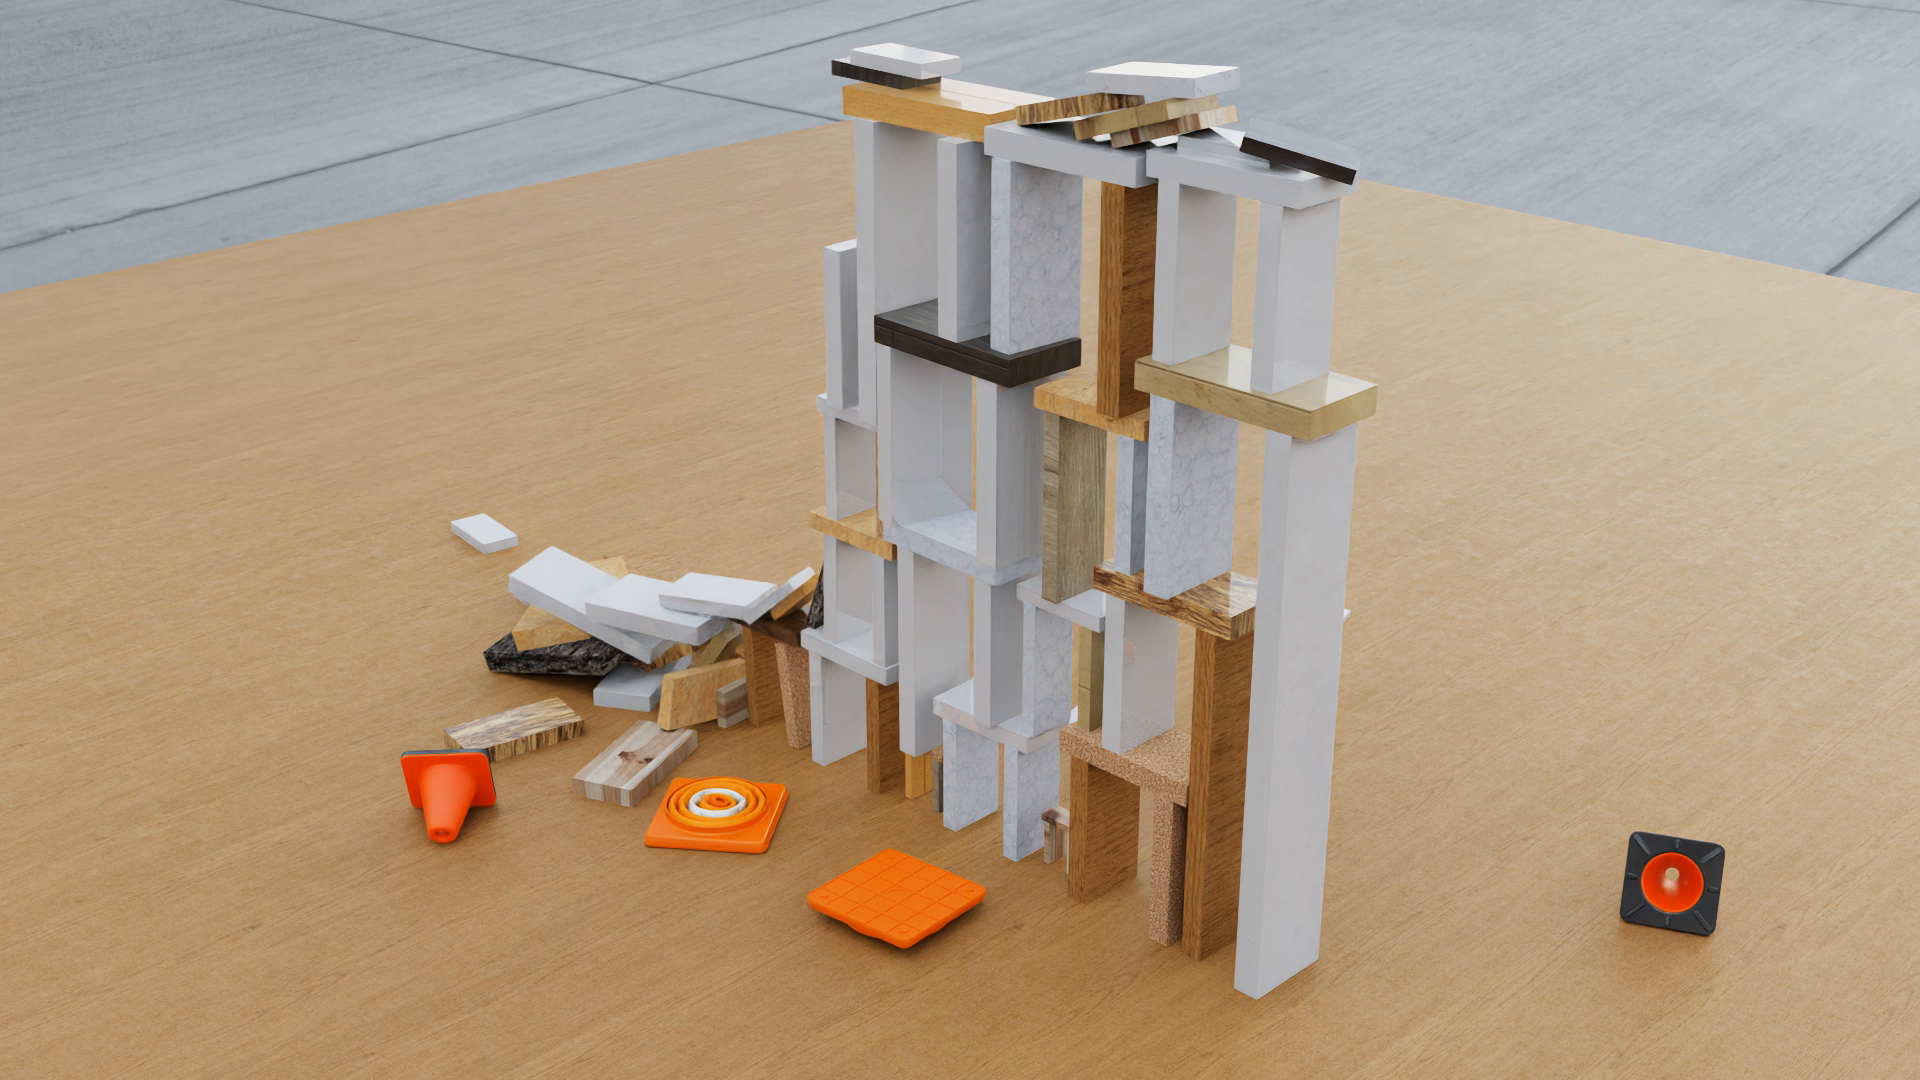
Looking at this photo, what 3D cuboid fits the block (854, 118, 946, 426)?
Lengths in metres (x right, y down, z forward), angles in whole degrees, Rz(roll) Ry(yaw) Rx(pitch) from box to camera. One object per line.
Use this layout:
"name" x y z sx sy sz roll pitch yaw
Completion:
"block" -0.109 -0.512 4.122 0.179 0.579 0.051 -20 30 -39

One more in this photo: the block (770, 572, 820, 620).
"block" -0.317 0.106 4.628 0.082 0.023 0.193 -25 -9 -46

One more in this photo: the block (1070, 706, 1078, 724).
"block" 0.268 0.389 4.823 0.057 0.016 0.113 12 26 27

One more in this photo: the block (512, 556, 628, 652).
"block" -0.903 0.145 5.114 0.175 0.050 0.351 -11 22 11

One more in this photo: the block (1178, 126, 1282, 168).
"block" 0.443 -0.621 3.478 0.179 0.025 0.090 20 30 39

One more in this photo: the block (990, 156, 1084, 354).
"block" 0.135 -0.511 3.854 0.171 0.342 0.048 -18 29 -37

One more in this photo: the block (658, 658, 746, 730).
"block" -0.554 0.333 4.769 0.033 0.117 0.233 19 18 35

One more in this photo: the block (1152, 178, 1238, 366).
"block" 0.387 -0.453 3.613 0.043 0.304 0.152 21 31 41

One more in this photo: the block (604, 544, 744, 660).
"block" -0.634 0.161 5.332 0.139 0.039 0.745 -15 27 -32

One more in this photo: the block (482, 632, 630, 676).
"block" -0.896 0.240 5.011 0.351 0.050 0.176 0 26 33

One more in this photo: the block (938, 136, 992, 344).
"block" 0.045 -0.545 3.916 0.179 0.357 0.051 -19 29 -37

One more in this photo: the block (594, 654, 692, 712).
"block" -0.717 0.307 4.989 0.133 0.038 0.266 6 24 13

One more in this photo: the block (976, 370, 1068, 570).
"block" 0.113 -0.143 4.016 0.180 0.360 0.051 -20 30 -39

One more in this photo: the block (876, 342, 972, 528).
"block" -0.066 -0.216 4.190 0.180 0.360 0.051 -14 27 -29

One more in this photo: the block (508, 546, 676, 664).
"block" -0.811 0.143 4.948 0.387 0.045 0.157 26 35 16

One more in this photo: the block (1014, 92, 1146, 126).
"block" 0.199 -0.727 3.683 0.113 0.032 0.226 -15 12 -27

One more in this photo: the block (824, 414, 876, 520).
"block" -0.218 -0.159 4.389 0.031 0.220 0.110 22 31 40

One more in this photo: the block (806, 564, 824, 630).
"block" -0.265 0.103 4.552 0.023 0.165 0.082 37 38 25

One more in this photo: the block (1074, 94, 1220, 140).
"block" 0.301 -0.691 3.576 0.113 0.032 0.226 -19 11 -35

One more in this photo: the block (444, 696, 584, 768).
"block" -0.960 0.413 4.738 0.266 0.038 0.133 -15 27 -32

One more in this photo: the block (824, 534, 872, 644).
"block" -0.226 0.081 4.502 0.034 0.241 0.121 20 30 35

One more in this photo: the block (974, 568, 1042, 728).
"block" 0.095 0.190 4.199 0.044 0.309 0.154 21 31 40

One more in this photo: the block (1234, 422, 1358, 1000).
"block" 0.566 0.291 3.728 0.179 1.053 0.051 -21 31 -41

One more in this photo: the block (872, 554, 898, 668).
"block" -0.119 0.125 4.400 0.121 0.241 0.034 -21 31 -41

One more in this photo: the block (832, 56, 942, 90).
"block" -0.136 -0.862 4.039 0.097 0.027 0.193 -21 30 -40

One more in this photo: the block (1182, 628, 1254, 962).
"block" 0.471 0.434 3.904 0.043 0.651 0.153 21 31 41

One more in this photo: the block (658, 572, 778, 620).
"block" -0.523 0.121 4.761 0.233 0.033 0.117 7 27 30

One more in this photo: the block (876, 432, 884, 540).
"block" -0.114 -0.118 4.296 0.031 0.220 0.110 22 31 40

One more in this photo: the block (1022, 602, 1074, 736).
"block" 0.166 0.229 4.153 0.104 0.273 0.029 -21 31 -40

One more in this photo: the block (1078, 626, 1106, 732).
"block" 0.264 0.239 4.047 0.104 0.208 0.029 -21 31 -40

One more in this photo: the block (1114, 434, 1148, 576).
"block" 0.327 -0.077 3.840 0.036 0.254 0.127 21 31 40

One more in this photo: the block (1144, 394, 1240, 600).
"block" 0.396 -0.095 3.747 0.051 0.358 0.179 21 31 40

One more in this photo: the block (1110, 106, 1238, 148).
"block" 0.344 -0.667 3.550 0.090 0.025 0.196 -21 12 -40

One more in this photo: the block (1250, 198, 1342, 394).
"block" 0.531 -0.397 3.481 0.043 0.304 0.152 21 31 40

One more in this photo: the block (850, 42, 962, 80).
"block" -0.100 -0.869 3.986 0.097 0.027 0.194 -20 30 -39

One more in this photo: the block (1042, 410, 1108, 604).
"block" 0.207 -0.074 3.976 0.127 0.366 0.036 -21 31 -40

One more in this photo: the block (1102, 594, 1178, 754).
"block" 0.326 0.219 3.968 0.043 0.306 0.153 21 31 40

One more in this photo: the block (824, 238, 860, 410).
"block" -0.187 -0.424 4.251 0.045 0.315 0.158 21 31 40

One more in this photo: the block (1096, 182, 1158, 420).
"block" 0.308 -0.420 3.716 0.048 0.402 0.171 20 30 39

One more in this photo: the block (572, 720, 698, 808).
"block" -0.679 0.466 4.612 0.139 0.039 0.278 9 25 20

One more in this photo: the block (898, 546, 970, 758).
"block" -0.051 0.199 4.360 0.044 0.450 0.154 21 31 40
